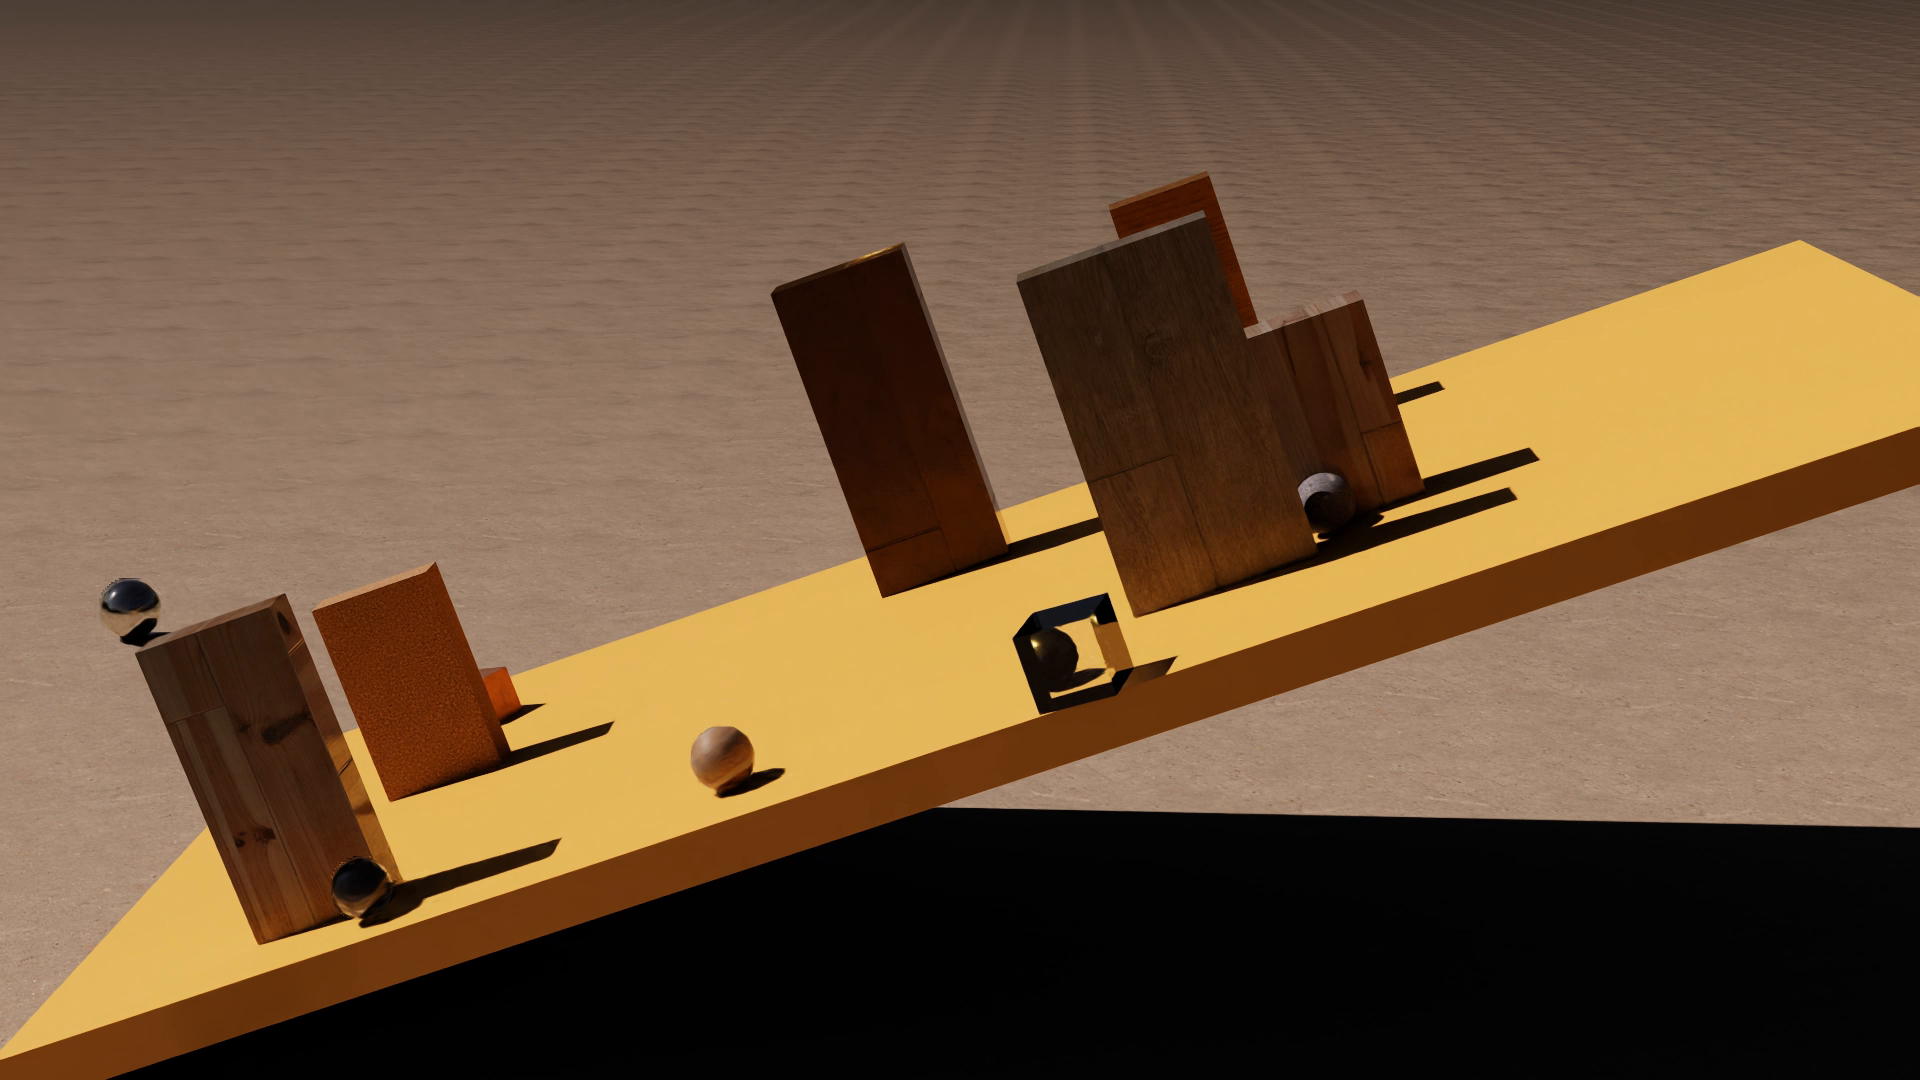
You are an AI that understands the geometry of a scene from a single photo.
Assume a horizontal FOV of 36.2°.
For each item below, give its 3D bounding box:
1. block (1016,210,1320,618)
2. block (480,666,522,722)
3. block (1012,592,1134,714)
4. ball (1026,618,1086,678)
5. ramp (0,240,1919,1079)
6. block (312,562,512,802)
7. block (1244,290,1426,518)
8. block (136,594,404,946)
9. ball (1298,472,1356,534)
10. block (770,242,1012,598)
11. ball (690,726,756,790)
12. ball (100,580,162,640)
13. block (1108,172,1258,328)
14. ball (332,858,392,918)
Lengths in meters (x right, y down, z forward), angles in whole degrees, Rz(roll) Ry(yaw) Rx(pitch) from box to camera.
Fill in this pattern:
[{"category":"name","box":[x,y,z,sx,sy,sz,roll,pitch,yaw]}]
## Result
[{"category":"block","box":[0.406,-0.243,5.729,0.381,0.700,0.121,-19,11,6]},{"category":"block","box":[-1.126,0.376,6.948,0.113,0.113,0.113,-29,14,-39]},{"category":"block","box":[0.207,0.206,5.345,0.151,0.151,0.151,-16,12,20]},{"category":"ball","box":[0.180,0.202,5.519,0.111,0.111,0.111,0,12,0]},{"category":"ramp","box":[0.111,0.179,6.301,4.000,0.100,2.000,-19,11,6]},{"category":"block","box":[-1.207,0.313,6.486,0.269,0.460,0.106,-19,11,6]},{"category":"block","box":[0.700,-0.243,5.959,0.363,0.416,0.141,-19,11,6]},{"category":"block","box":[-1.324,0.442,5.658,0.278,0.616,0.113,-19,11,6]},{"category":"ball","box":[0.727,-0.073,5.861,0.122,0.122,0.122,0,12,0]},{"category":"block","box":[-0.153,-0.273,6.735,0.312,0.743,0.135,-19,11,6]},{"category":"ball","box":[-0.449,0.412,5.566,0.123,0.123,0.123,0,12,0]},{"category":"ball","box":[-2.548,0.213,9.036,0.183,0.183,0.183,0,12,0]},{"category":"block","box":[0.571,-0.519,6.929,0.243,0.642,0.126,-19,11,6]},{"category":"ball","box":[-1.130,0.658,5.561,0.113,0.113,0.113,0,12,0]}]
